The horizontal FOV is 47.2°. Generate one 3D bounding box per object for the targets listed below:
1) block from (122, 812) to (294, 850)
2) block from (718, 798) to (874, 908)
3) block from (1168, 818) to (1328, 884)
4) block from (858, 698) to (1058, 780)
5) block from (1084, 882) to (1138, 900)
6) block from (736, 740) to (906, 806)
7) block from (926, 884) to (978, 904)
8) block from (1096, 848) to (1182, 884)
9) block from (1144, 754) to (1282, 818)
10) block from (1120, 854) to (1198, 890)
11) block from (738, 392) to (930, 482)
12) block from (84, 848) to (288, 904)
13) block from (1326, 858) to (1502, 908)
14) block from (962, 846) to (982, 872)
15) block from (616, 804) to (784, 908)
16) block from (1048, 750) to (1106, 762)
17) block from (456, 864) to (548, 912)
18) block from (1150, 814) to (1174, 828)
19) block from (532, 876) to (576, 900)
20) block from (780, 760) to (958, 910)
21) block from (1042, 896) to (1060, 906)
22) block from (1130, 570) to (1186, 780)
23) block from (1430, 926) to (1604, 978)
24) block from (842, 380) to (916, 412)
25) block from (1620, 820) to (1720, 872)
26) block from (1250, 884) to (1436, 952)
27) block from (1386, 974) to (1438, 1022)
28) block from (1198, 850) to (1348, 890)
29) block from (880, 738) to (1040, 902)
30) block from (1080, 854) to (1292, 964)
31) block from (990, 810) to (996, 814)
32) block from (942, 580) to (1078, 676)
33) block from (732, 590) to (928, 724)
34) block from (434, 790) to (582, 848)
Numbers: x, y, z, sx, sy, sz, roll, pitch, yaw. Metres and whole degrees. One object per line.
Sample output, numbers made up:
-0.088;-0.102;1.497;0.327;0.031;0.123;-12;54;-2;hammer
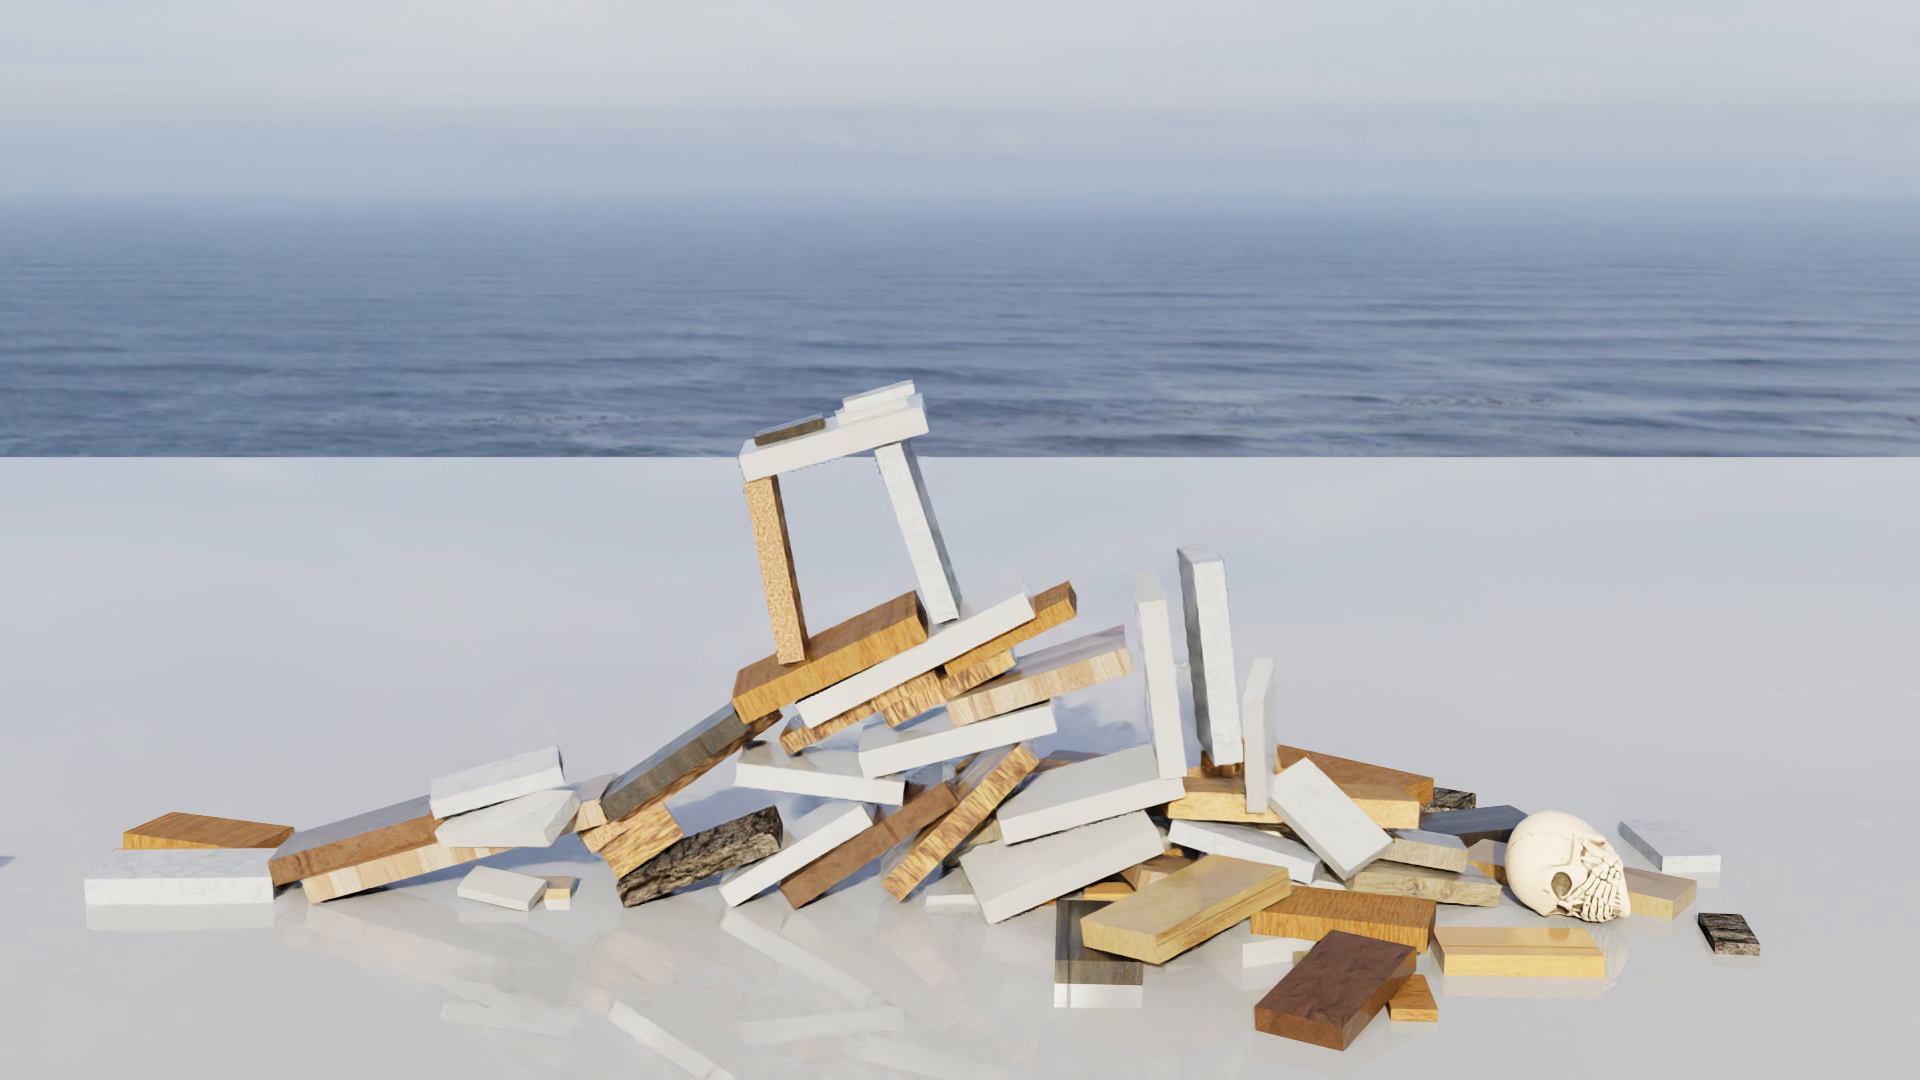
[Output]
-1.327;0.530;3.888;0.263;0.037;0.131;4;11;20;block
-0.269;0.505;3.652;0.273;0.039;0.136;-31;9;5;block
0.476;0.503;3.615;0.243;0.034;0.122;15;7;20;block
-0.004;0.311;3.625;0.321;0.046;0.161;-14;11;4;block
0.255;0.579;3.611;0.101;0.014;0.050;0;11;3;block
-0.227;0.383;3.638;0.273;0.039;0.136;7;11;-1;block
-0.003;0.587;3.644;0.108;0.015;0.054;-1;11;-3;block
0.273;0.550;3.692;0.183;0.026;0.091;-3;-21;-15;block
0.410;0.449;3.948;0.320;0.045;0.160;-9;-18;-2;block
0.386;0.555;3.611;0.243;0.034;0.121;11;7;-16;block
-0.199;-0.166;3.517;0.298;0.042;0.149;-15;12;2;block
-1.288;0.564;3.693;0.305;0.043;0.153;0;11;-2;block
0.743;0.555;3.629;0.262;0.037;0.131;8;8;-15;block
0.102;0.535;3.759;0.183;0.026;0.091;-6;-20;-19;block
-0.431;0.525;3.659;0.273;0.039;0.136;-20;11;1;block
0.289;0.455;4.300;0.251;0.036;0.126;4;11;19;block
-0.754;0.573;3.623;0.130;0.018;0.065;9;29;16;block
0.396;0.512;4.052;0.046;0.013;0.093;8;13;35;block
-0.712;0.580;3.670;0.130;0.018;0.065;0;11;-2;block
-0.150;0.483;3.650;0.321;0.046;0.161;-33;9;5;block
0.110;0.587;3.645;0.108;0.015;0.054;2;11;11;block
0.323;0.218;3.576;0.043;0.304;0.152;-8;17;2;block
0.850;0.630;3.363;0.238;0.034;0.119;0;11;2;block
-0.129;-0.229;3.499;0.114;0.016;0.057;-16;12;0;block
1.249;0.538;3.873;0.102;0.029;0.203;-1;11;-3;block
0.594;0.582;3.400;0.266;0.038;0.133;3;11;17;block
0.652;0.667;3.205;0.067;0.019;0.133;1;11;3;block
0.524;0.549;3.628;0.243;0.034;0.121;12;7;-6;block
-0.004;0.447;3.642;0.046;0.321;0.161;44;4;-8;block
0.348;0.561;3.369;0.308;0.044;0.154;-17;14;-40;block
0.113;0.496;3.886;0.227;0.032;0.113;-6;-25;-19;block
0.081;0.143;3.584;0.230;0.033;0.115;-26;11;9;block
-0.210;0.188;3.579;0.326;0.046;0.163;-25;13;4;block
-0.732;0.451;3.564;0.214;0.030;0.107;-4;30;25;block
